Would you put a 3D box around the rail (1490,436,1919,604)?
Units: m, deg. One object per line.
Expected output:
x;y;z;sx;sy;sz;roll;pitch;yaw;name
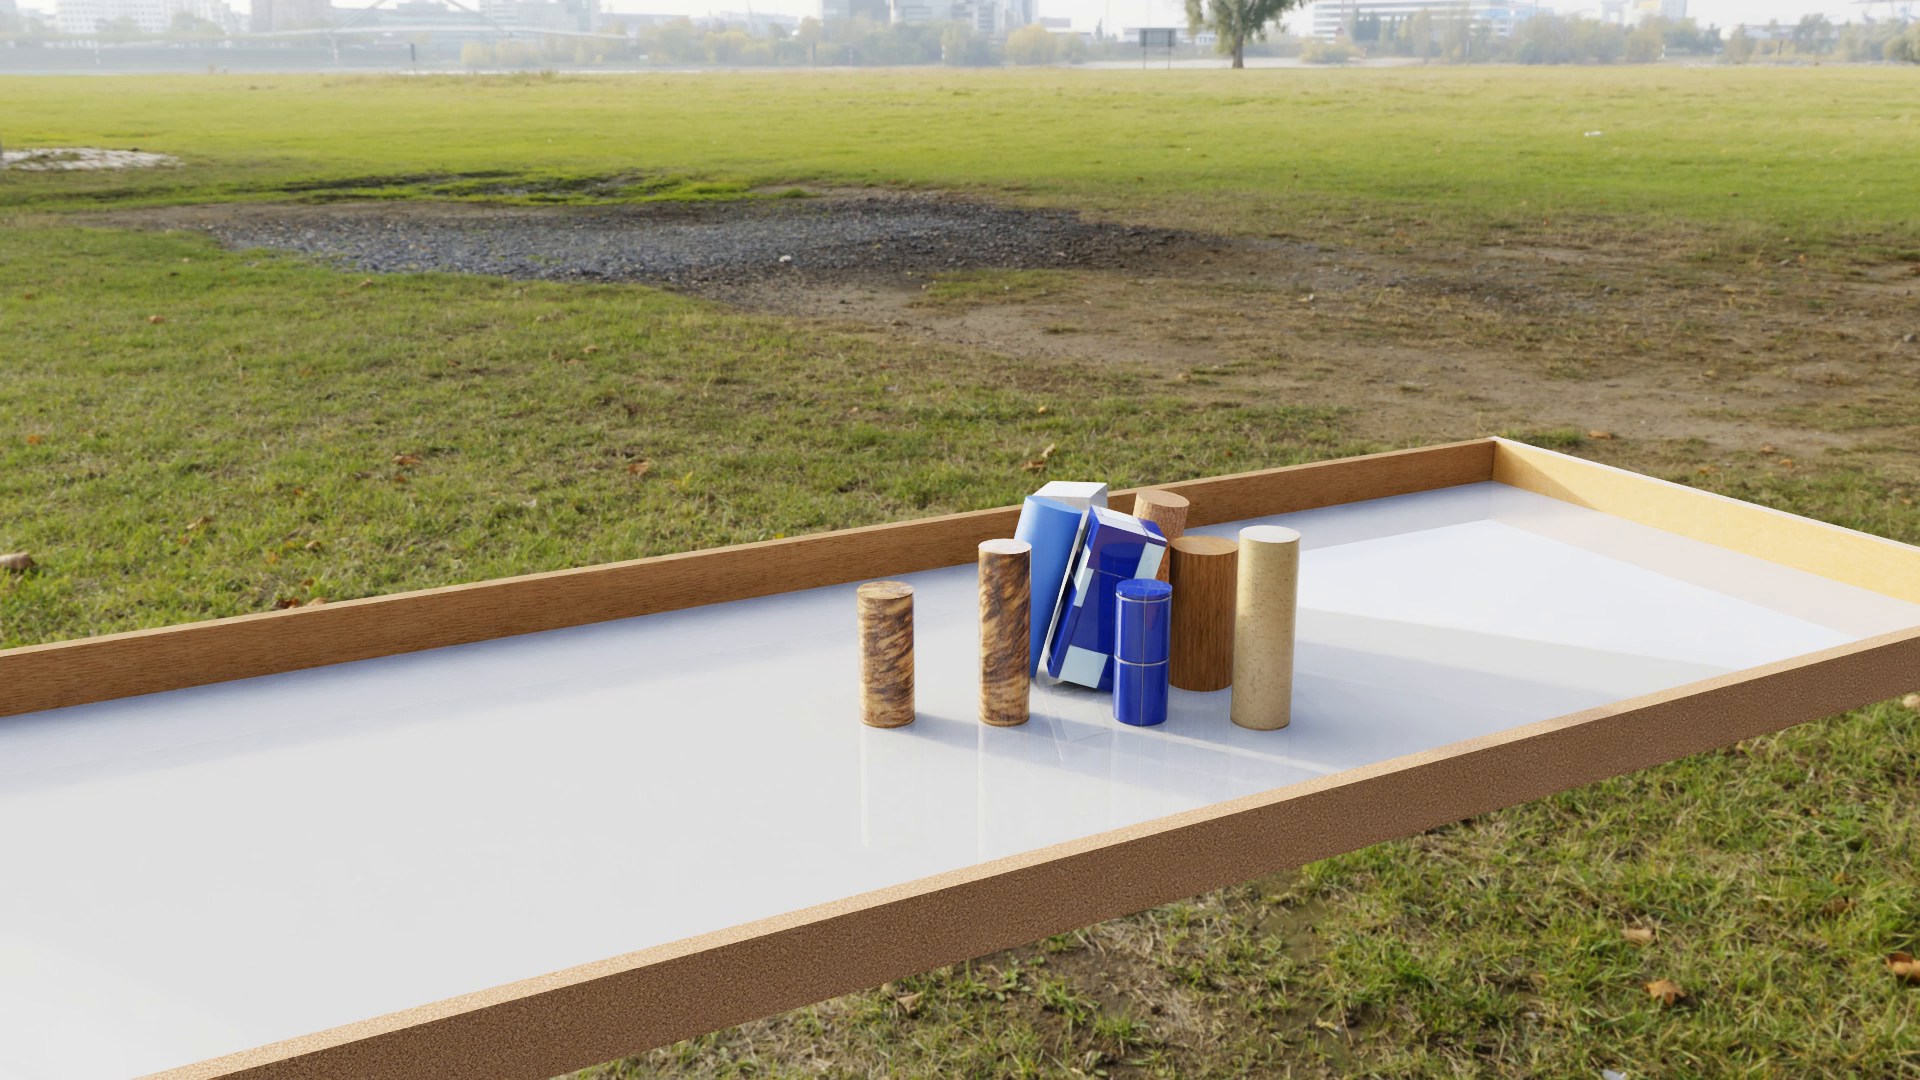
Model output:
2.466;-0.048;5.253;0.050;0.150;2.100;-9;18;-27;rail

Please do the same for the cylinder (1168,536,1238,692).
0.602;0.182;4.110;0.169;0.353;0.169;0;16;0;cylinder

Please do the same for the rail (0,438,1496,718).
-3.305;0.497;3.399;12.000;0.150;0.050;-9;18;-27;rail

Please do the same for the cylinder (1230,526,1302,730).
0.711;0.206;3.844;0.140;0.458;0.140;0;16;0;cylinder

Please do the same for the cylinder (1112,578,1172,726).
0.429;0.264;3.882;0.131;0.323;0.131;0;16;0;cylinder

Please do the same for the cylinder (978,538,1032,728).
0.104;0.218;3.862;0.123;0.424;0.123;0;16;0;cylinder

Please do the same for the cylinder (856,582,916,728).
-0.173;0.269;3.874;0.133;0.319;0.133;0;16;0;cylinder

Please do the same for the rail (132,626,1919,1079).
-2.336;1.006;1.665;12.000;0.150;0.050;-9;18;-27;rail

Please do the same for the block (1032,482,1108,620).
0.314;0.030;4.606;0.165;0.355;0.165;3;16;21;block

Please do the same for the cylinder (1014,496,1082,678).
0.178;0.117;4.146;0.148;0.433;0.148;15;10;-3;cylinder

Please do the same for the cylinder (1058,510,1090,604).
0.350;0.105;4.395;0.167;0.331;0.167;2;19;-1;cylinder

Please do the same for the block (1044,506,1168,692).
0.355;0.145;4.087;0.171;0.405;0.171;15;15;-7;block

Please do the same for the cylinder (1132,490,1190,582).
0.488;0.089;4.283;0.135;0.418;0.135;8;19;-3;cylinder
